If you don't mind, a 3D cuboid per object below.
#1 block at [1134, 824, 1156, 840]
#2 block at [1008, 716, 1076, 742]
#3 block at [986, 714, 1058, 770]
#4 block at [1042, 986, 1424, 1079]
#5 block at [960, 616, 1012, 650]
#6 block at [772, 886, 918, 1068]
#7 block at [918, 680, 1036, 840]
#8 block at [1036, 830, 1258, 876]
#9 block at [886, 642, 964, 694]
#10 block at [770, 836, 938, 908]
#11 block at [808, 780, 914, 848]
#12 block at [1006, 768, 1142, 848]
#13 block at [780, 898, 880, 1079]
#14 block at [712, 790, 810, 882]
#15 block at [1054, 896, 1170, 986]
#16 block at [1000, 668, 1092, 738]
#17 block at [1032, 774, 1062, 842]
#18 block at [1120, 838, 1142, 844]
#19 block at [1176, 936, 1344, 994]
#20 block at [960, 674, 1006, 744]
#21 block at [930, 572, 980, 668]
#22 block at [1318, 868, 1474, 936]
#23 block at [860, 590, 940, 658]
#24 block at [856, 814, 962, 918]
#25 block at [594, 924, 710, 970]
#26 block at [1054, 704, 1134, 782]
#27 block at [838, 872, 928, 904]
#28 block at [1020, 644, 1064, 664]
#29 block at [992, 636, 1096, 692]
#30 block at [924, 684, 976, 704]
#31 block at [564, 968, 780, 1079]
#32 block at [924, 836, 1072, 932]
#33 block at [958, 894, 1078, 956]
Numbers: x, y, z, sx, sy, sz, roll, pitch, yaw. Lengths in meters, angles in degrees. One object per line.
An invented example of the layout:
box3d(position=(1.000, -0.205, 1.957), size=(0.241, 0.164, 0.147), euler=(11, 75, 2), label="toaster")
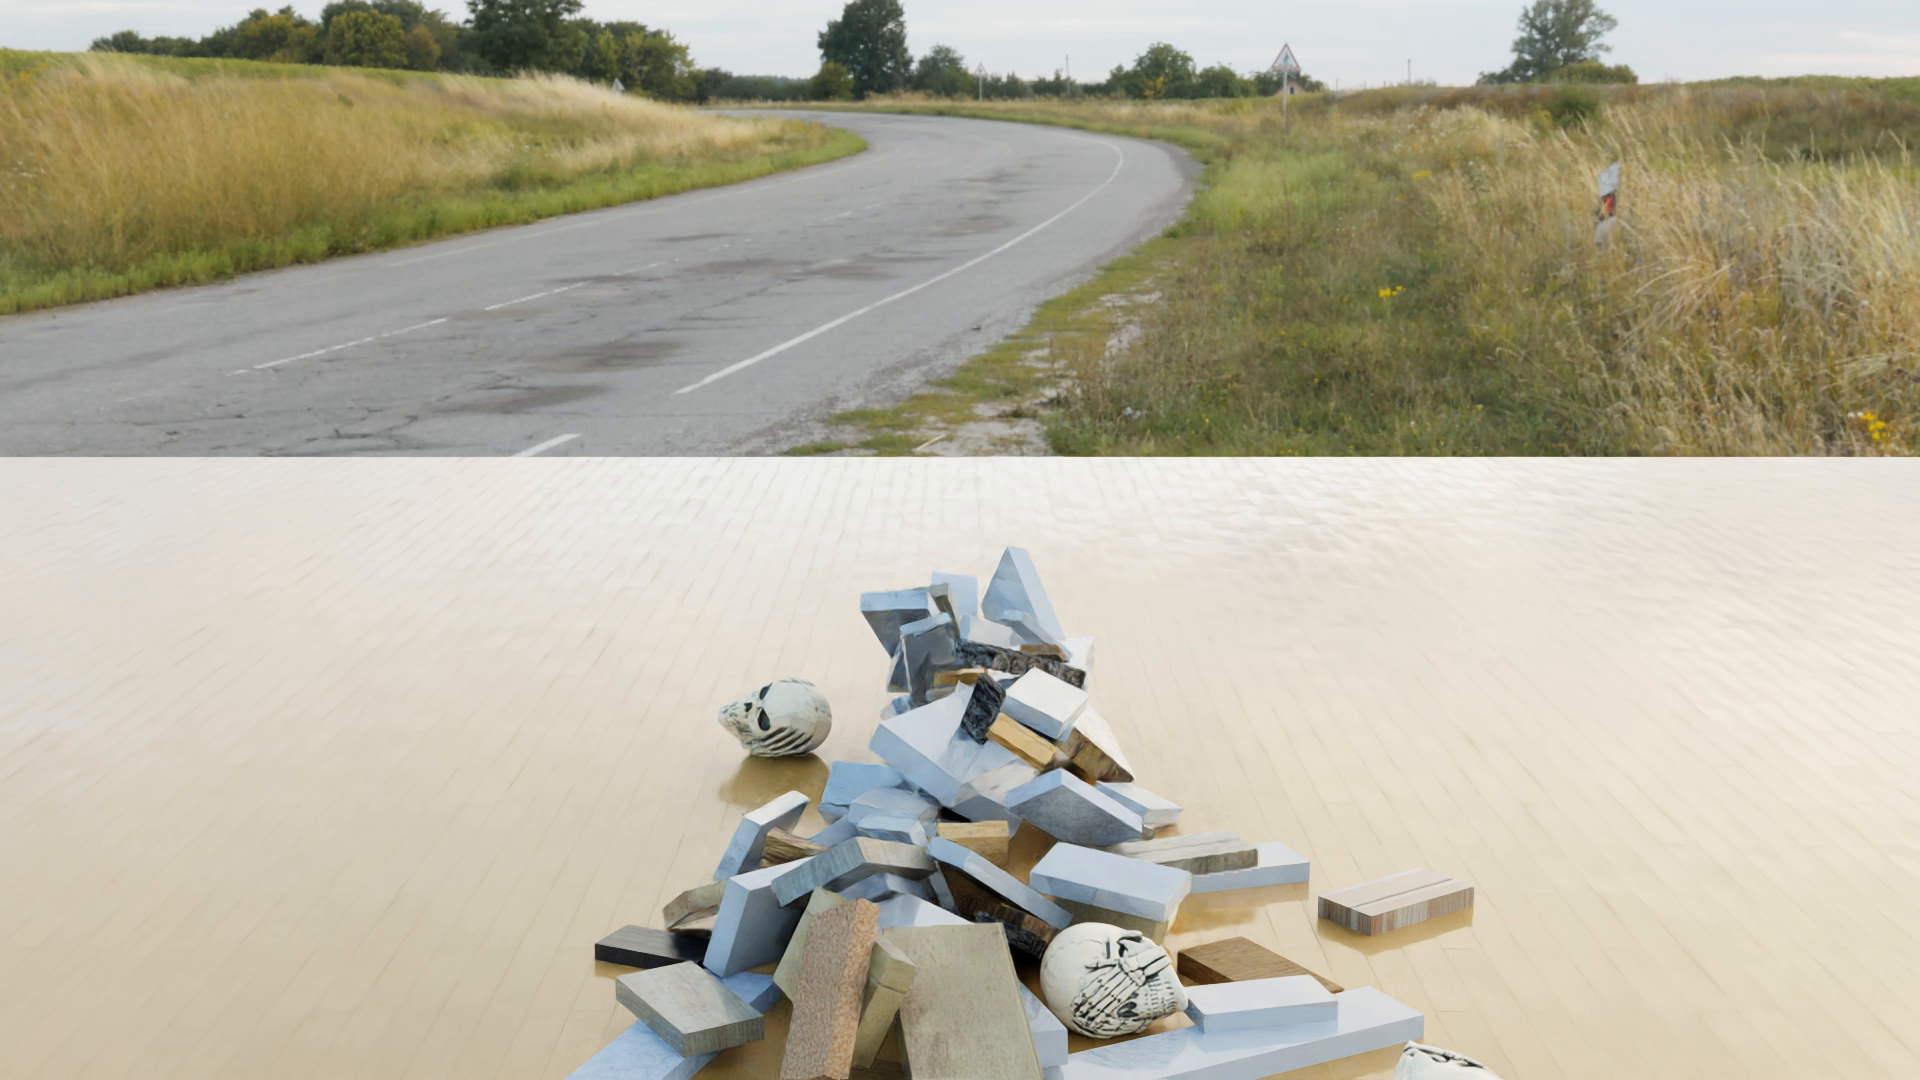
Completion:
box3d(position=(0.261, 0.490, 3.977), size=(0.106, 0.030, 0.212), euler=(29, -2, -23), label="block")
box3d(position=(0.151, 0.300, 3.943), size=(0.115, 0.033, 0.229), euler=(24, 10, 2), label="block")
box3d(position=(0.102, 0.332, 3.610), size=(0.109, 0.015, 0.054), euler=(32, 36, 9), label="block")
box3d(position=(0.350, 0.699, 2.991), size=(0.616, 0.034, 0.121), euler=(-6, 12, -28), label="block")
box3d(position=(0.048, 0.190, 4.175), size=(0.020, 0.072, 0.143), euler=(-1, -12, 34), label="block")
box3d(position=(-0.158, 0.579, 2.936), size=(0.041, 0.144, 0.287), euler=(26, -1, -25), label="block")
box3d(position=(0.042, 0.381, 3.868), size=(0.177, 0.050, 0.389), euler=(26, 20, -2), label="block")
box3d(position=(0.314, 0.537, 3.684), size=(0.355, 0.031, 0.110), euler=(-5, 12, -20), label="block")
box3d(position=(-0.074, 0.267, 4.537), size=(0.134, 0.038, 0.267), euler=(4, -18, -6), label="block")
box3d(position=(-0.152, 0.495, 3.242), size=(0.144, 0.041, 0.287), euler=(-29, -19, 13), label="block")
box3d(position=(-0.219, 0.511, 3.701), size=(0.177, 0.050, 0.354), euler=(-34, -5, 26), label="block")
box3d(position=(0.191, 0.454, 3.659), size=(0.114, 0.032, 0.228), euler=(-28, -43, 28), label="block")
box3d(position=(-0.170, 0.593, 2.855), size=(0.034, 0.238, 0.119), euler=(26, -33, -25), label="block")
box3d(position=(-0.330, 0.497, 3.686), size=(0.032, 0.114, 0.355), euler=(28, 4, 7), label="block")
box3d(position=(0.219, 0.599, 3.340), size=(0.199, 0.099, 0.028), euler=(10, -10, 43), label="block")
box3d(position=(0.147, 0.282, 3.833), size=(0.115, 0.033, 0.230), euler=(26, 14, 11), label="block")
box3d(position=(0.130, 0.457, 3.938), size=(0.235, 0.033, 0.117), euler=(36, 13, 25), label="block")
box3d(position=(0.274, 0.558, 3.759), size=(0.106, 0.030, 0.212), euler=(-1, 11, -4), label="block")
box3d(position=(0.441, 0.650, 3.251), size=(0.121, 0.034, 0.242), euler=(-6, 12, -30), label="block")
box3d(position=(0.039, 0.286, 3.718), size=(0.015, 0.109, 0.054), euler=(-10, 41, -45), label="block")
box3d(position=(-0.014, 0.186, 4.907), size=(0.107, 0.030, 0.383), euler=(7, 30, -4), label="block")
box3d(position=(0.712, 0.588, 3.587), size=(0.240, 0.033, 0.117), euler=(-8, 13, -35), label="block")
box3d(position=(-0.103, 0.171, 4.419), size=(0.134, 0.038, 0.277), euler=(-3, -23, 11), label="block")
box3d(position=(-0.077, 0.524, 3.439), size=(0.105, 0.210, 0.030), euler=(0, 34, 37), label="block")
box3d(position=(-0.458, 0.631, 3.377), size=(0.184, 0.026, 0.092), euler=(5, 12, 25), label="block")
box3d(position=(0.231, 0.371, 4.325), size=(0.178, 0.050, 0.540), euler=(40, 4, -6), label="block")
box3d(position=(-0.126, 0.540, 3.284), size=(0.105, 0.030, 0.210), euler=(-28, -19, 7), label="block")
box3d(position=(0.159, 0.221, 4.220), size=(0.072, 0.020, 0.143), euler=(0, -11, 8), label="block")
box3d(position=(0.172, 0.260, 4.403), size=(0.178, 0.050, 0.355), euler=(-8, 7, 8), label="block")
box3d(position=(0.005, 0.312, 4.146), size=(0.148, 0.074, 0.021), euler=(-4, -20, -44), label="block")
box3d(position=(-0.395, 0.691, 3.035), size=(0.119, 0.034, 0.447), euler=(4, 11, 19), label="block")
box3d(position=(0.059, 0.523, 3.342), size=(0.220, 0.031, 0.110), euler=(36, -13, -28), label="block")
box3d(position=(0.087, 0.590, 3.376), size=(0.099, 0.028, 0.199), euler=(30, -13, -24), label="block")
